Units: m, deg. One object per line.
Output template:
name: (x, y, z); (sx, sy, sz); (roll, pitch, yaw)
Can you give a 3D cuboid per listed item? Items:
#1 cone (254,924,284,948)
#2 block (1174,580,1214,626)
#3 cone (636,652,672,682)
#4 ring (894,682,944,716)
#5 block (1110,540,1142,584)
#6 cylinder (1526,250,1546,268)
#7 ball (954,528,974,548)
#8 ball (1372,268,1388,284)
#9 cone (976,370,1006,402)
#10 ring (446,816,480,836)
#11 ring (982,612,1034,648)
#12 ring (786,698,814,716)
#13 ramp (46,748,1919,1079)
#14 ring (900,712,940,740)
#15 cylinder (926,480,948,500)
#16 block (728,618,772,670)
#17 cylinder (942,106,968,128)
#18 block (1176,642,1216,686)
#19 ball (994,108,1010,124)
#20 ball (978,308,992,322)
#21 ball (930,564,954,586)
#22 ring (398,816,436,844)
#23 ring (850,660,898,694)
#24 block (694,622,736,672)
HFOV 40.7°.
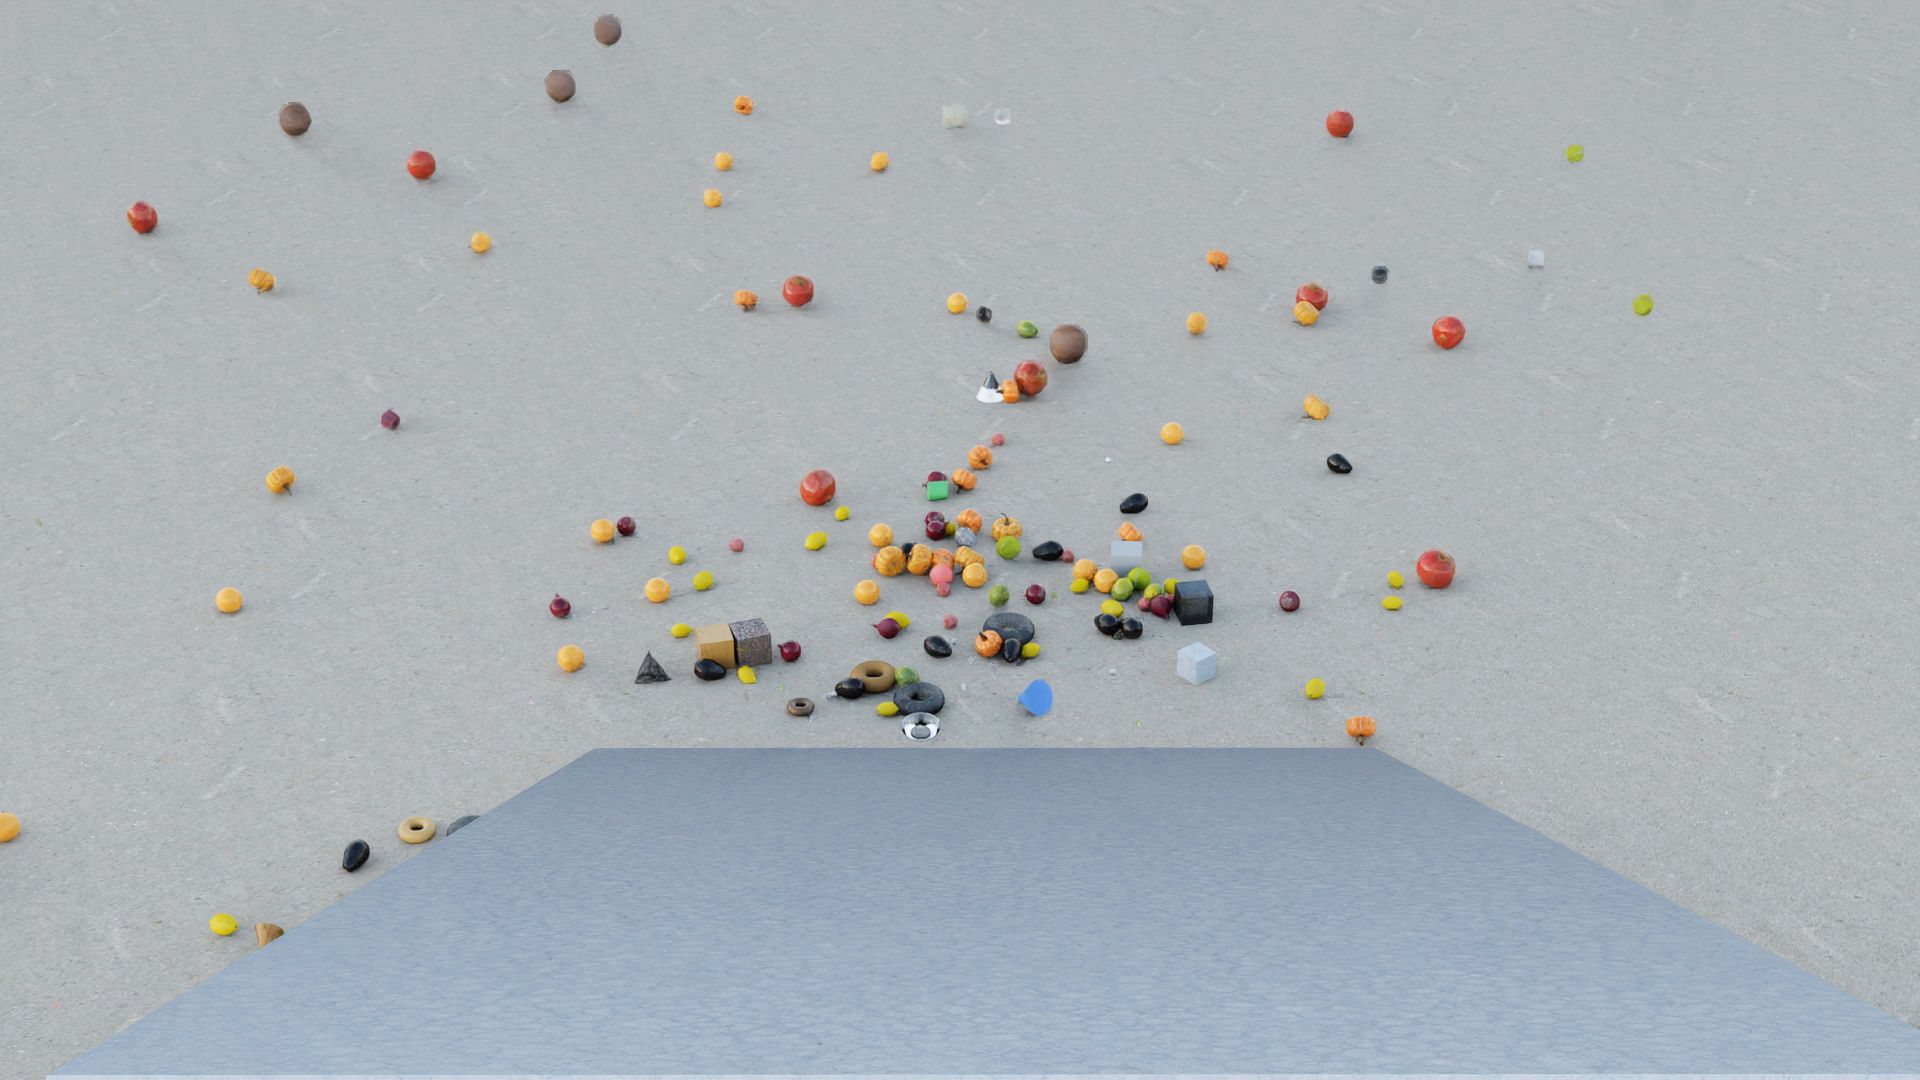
cone: (-1.627, 0.944, 6.060); (0.069, 0.069, 0.069); (3, 58, 5)
block: (0.664, 0.179, 7.355); (0.090, 0.090, 0.090); (-5, 30, -9)
cone: (-0.829, 0.364, 7.077); (0.090, 0.090, 0.090); (25, 28, -11)
ring: (-0.110, 0.430, 6.956); (0.139, 0.046, 0.139); (0, 31, 0)
block: (0.486, 0.065, 7.558); (0.090, 0.090, 0.090); (2, 30, 4)
cylinder: (2.124, -1.034, 9.541); (0.055, 0.055, 0.055); (-10, 20, 35)
ball: (0.013, -0.007, 7.713); (0.063, 0.063, 0.063); (0, 29, 0)
ball: (1.527, -0.961, 9.406); (0.060, 0.060, 0.060); (0, 29, 0)
cone: (0.103, -0.521, 8.589); (0.097, 0.097, 0.097); (0, 29, 0)
ring: (-1.214, 0.729, 6.431); (0.123, 0.041, 0.123); (1, 29, -1)
ring: (0.137, 0.253, 7.267); (0.147, 0.049, 0.147); (1, 30, 0)
ring: (-0.428, 0.448, 6.945); (0.075, 0.025, 0.075); (1, 29, -1)
ramp: (0.066, 0.590, 4.642); (2.000, 0.100, 4.000); (0, 0, 0)
ring: (-0.104, 0.493, 6.855); (0.108, 0.036, 0.108); (0, 28, 0)
cylinder: (-0.070, -0.154, 7.979); (0.057, 0.057, 0.057); (-4, 30, -8)
block: (-0.581, 0.286, 7.161); (0.094, 0.094, 0.094); (-11, 31, -18)
cylinder: (-0.021, -1.767, 10.804); (0.086, 0.086, 0.086); (-7, 30, -12)
block: (0.649, 0.338, 7.088); (0.075, 0.075, 0.075); (-21, 35, -32)
ball: (0.178, -1.774, 10.841); (0.066, 0.066, 0.066); (0, 29, 0)
ball: (0.087, -0.793, 9.116); (0.052, 0.052, 0.052); (0, 29, 0)
ball: (-0.053, 0.102, 7.514); (0.067, 0.067, 0.067); (0, 29, 0)
ring: (-1.354, 0.722, 6.453); (0.094, 0.031, 0.094); (1, 31, 0)
ring: (-0.235, 0.373, 7.059); (0.130, 0.043, 0.130); (-1, 30, 0)
block: (-0.677, 0.298, 7.143); (0.092, 0.092, 0.092); (-7, 30, -13)
